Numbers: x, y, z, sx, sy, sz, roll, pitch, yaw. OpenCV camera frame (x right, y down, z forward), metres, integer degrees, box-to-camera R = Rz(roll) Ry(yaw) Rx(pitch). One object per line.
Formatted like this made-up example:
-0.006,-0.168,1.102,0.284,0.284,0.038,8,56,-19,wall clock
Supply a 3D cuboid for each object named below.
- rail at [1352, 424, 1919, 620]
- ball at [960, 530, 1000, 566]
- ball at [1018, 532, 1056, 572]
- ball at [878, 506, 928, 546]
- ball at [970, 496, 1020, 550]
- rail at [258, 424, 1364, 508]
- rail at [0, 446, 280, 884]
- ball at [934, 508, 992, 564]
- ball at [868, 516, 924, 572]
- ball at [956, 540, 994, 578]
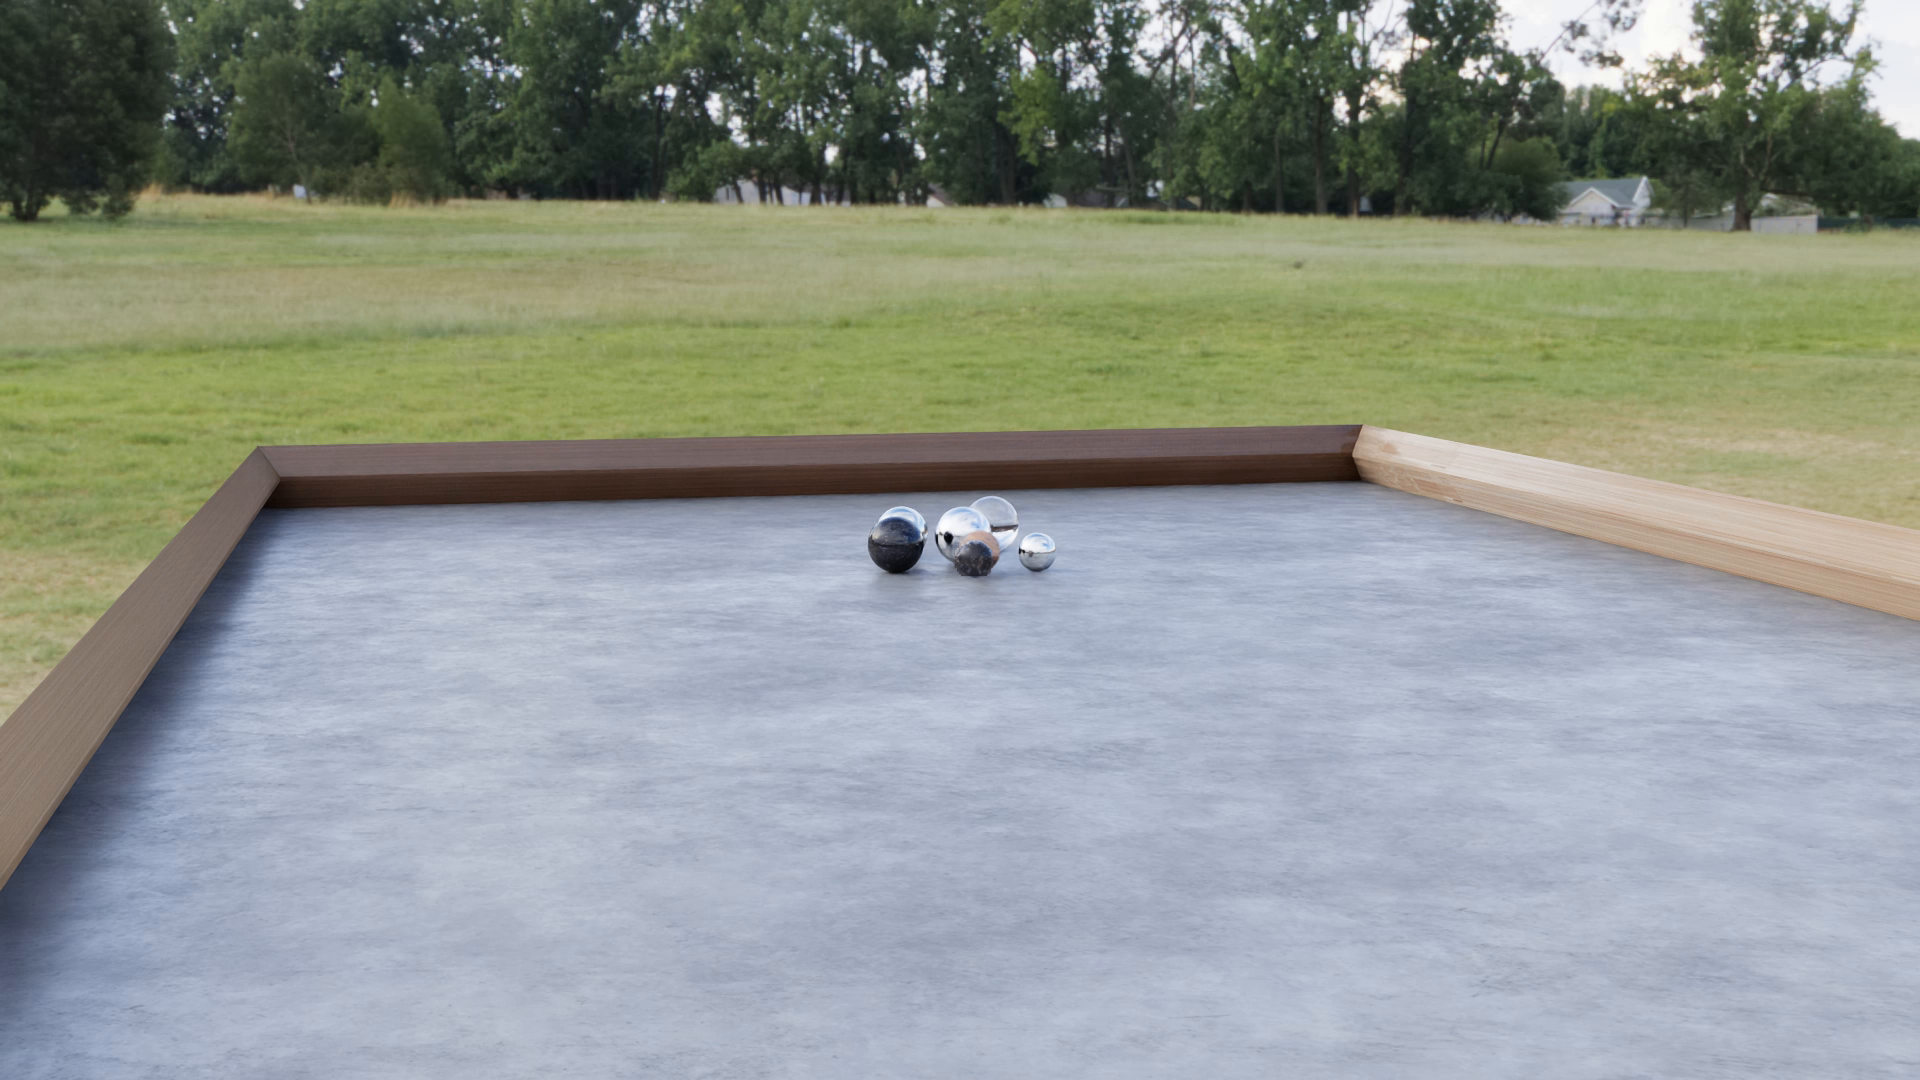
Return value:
1.395,0.085,2.850,0.045,0.125,4.416,-2,8,-13,rail
0.032,0.018,3.582,0.067,0.067,0.067,0,8,0,ball
0.126,0.020,3.584,0.064,0.064,0.064,0,8,0,ball
-0.099,-0.012,3.718,0.090,0.090,0.090,0,8,0,ball
0.055,-0.028,3.817,0.097,0.097,0.097,0,8,0,ball
-0.247,-0.160,4.692,2.396,0.125,0.045,-2,8,-13,rail
-0.891,0.155,2.318,0.045,0.125,4.416,-2,8,-13,rail
0.005,-0.006,3.655,0.096,0.096,0.096,0,8,0,ball
-0.105,0.007,3.571,0.092,0.092,0.092,0,8,0,ball
0.024,0.030,3.518,0.060,0.060,0.060,0,8,0,ball
